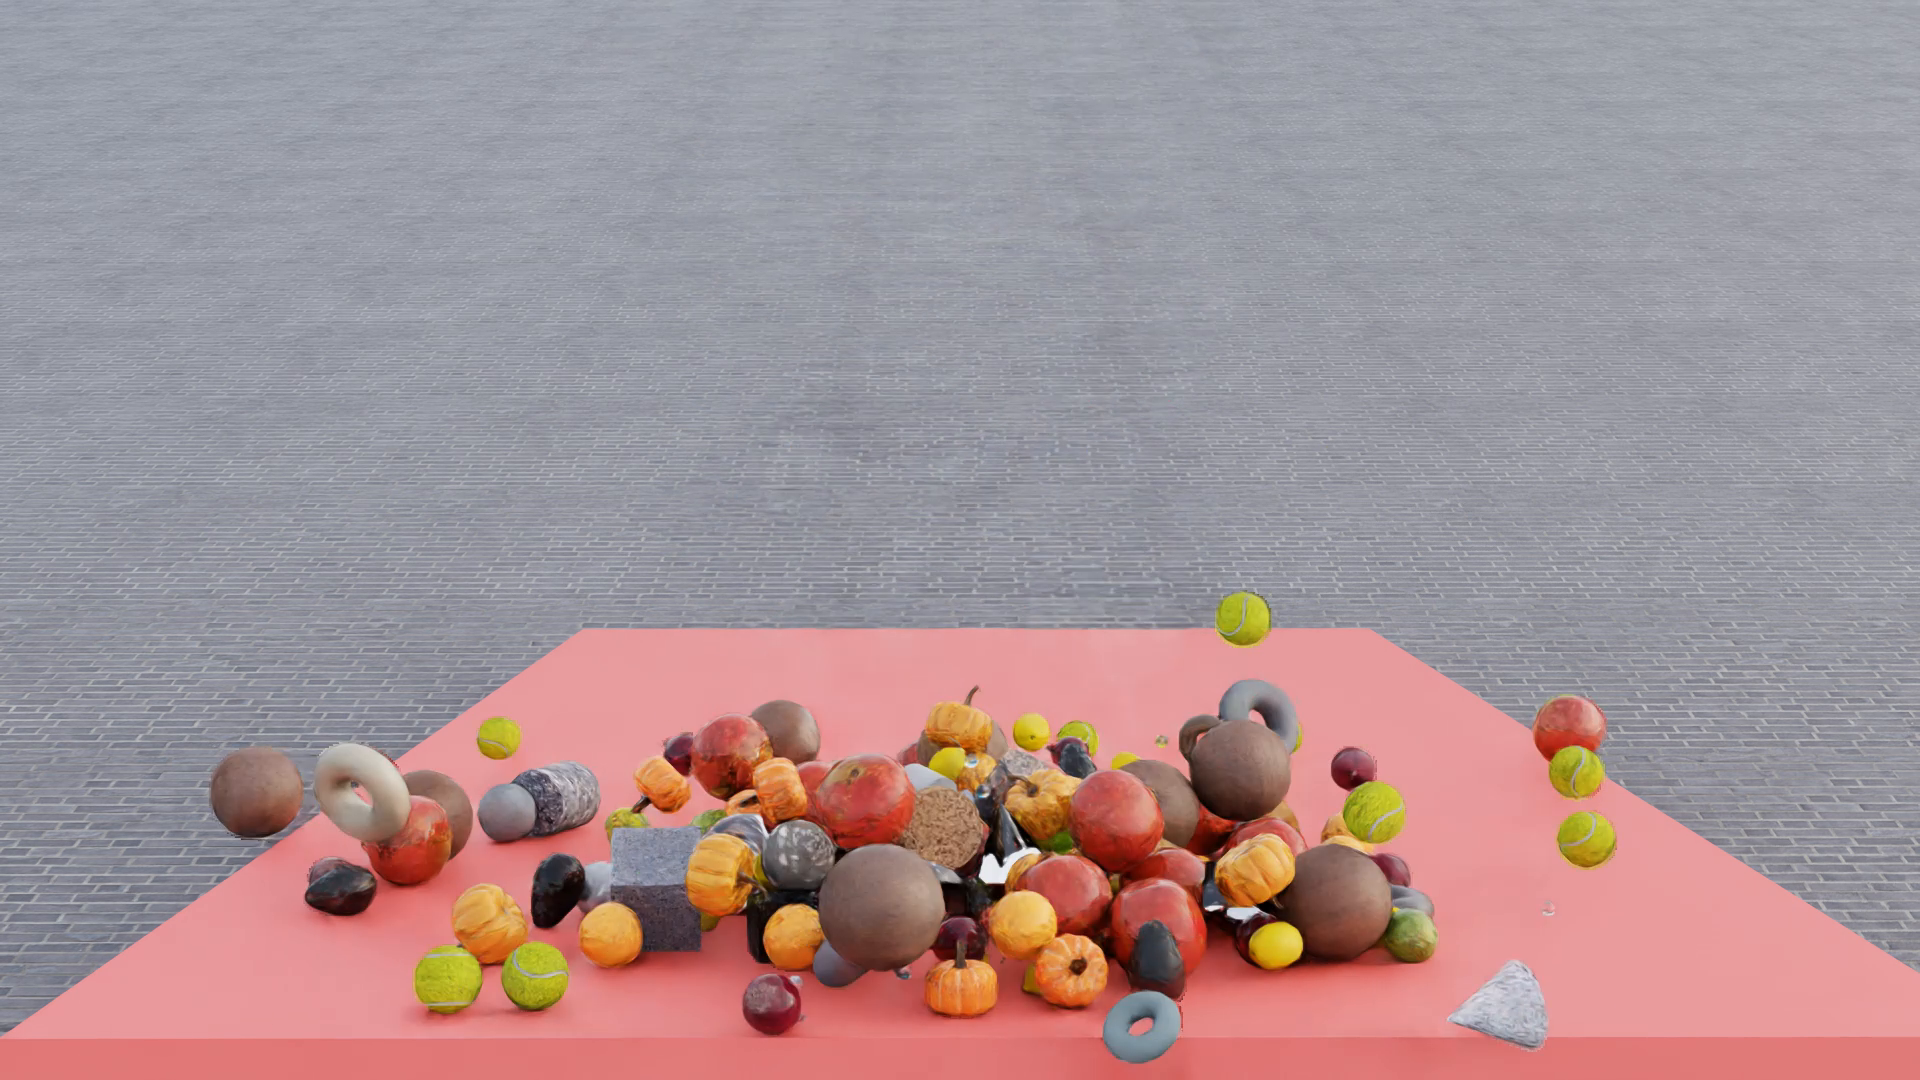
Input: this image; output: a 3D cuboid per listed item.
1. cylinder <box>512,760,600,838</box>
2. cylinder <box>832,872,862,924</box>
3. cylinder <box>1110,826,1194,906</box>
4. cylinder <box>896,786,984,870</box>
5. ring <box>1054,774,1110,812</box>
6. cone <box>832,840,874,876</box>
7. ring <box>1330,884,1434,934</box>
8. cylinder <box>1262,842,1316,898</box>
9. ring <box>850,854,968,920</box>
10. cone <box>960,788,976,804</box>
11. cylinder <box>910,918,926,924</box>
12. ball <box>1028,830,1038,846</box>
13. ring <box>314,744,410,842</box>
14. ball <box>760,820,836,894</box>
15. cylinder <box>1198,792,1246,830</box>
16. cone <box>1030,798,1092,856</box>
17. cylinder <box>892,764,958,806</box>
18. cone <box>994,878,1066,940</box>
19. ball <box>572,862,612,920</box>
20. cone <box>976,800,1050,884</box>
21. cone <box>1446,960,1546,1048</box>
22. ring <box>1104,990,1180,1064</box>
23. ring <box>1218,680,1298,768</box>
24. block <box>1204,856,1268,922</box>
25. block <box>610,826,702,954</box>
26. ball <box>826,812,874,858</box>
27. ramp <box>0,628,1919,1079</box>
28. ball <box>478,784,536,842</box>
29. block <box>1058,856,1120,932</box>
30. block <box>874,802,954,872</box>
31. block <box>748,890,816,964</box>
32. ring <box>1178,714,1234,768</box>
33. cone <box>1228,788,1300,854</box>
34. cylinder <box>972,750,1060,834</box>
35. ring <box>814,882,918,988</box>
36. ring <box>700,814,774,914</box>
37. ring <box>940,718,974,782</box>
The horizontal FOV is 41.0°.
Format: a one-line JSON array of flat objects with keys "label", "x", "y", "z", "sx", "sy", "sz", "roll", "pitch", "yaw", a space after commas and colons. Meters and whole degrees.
[{"label": "cylinder", "x": -0.580, "y": 0.370, "z": 3.664, "sx": 0.096, "sy": 0.096, "sz": 0.096, "roll": 9, "pitch": 7, "yaw": 24}, {"label": "cylinder", "x": -0.109, "y": 0.425, "z": 2.965, "sx": 0.070, "sy": 0.070, "sz": 0.070, "roll": -5, "pitch": 8, "yaw": 1}, {"label": "cylinder", "x": 0.227, "y": 0.386, "z": 3.038, "sx": 0.070, "sy": 0.070, "sz": 0.070, "roll": 30, "pitch": 10, "yaw": -21}, {"label": "cylinder", "x": -0.024, "y": 0.338, "z": 3.015, "sx": 0.095, "sy": 0.095, "sz": 0.095, "roll": -2, "pitch": -4, "yaw": -5}, {"label": "ring", "x": 0.157, "y": 0.381, "z": 3.860, "sx": 0.140, "sy": 0.047, "sz": 0.140, "roll": 1, "pitch": 0, "yaw": 0}, {"label": "cone", "x": -0.120, "y": 0.394, "z": 3.179, "sx": 0.060, "sy": 0.060, "sz": 0.060, "roll": 10, "pitch": 52, "yaw": 27}, {"label": "ring", "x": 0.502, "y": 0.438, "z": 3.050, "sx": 0.122, "sy": 0.041, "sz": 0.122, "roll": 0, "pitch": 5, "yaw": 0}, {"label": "cylinder", "x": 0.415, "y": 0.415, "z": 3.239, "sx": 0.060, "sy": 0.060, "sz": 0.060, "roll": 0, "pitch": 4, "yaw": 1}, {"label": "ring", "x": -0.057, "y": 0.389, "z": 2.874, "sx": 0.137, "sy": 0.046, "sz": 0.137, "roll": 12, "pitch": -22, "yaw": 5}, {"label": "cone", "x": -0.015, "y": 0.341, "z": 3.218, "sx": 0.054, "sy": 0.054, "sz": 0.054, "roll": -3, "pitch": 19, "yaw": -22}, {"label": "cylinder", "x": -0.044, "y": 0.418, "z": 2.999, "sx": 0.054, "sy": 0.054, "sz": 0.054, "roll": -13, "pitch": 20, "yaw": -2}, {"label": "ball", "x": 0.078, "y": 0.403, "z": 3.470, "sx": 0.055, "sy": 0.055, "sz": 0.055, "roll": 0, "pitch": 19, "yaw": 0}, {"label": "ring", "x": -0.745, "y": 0.315, "z": 3.195, "sx": 0.136, "sy": 0.136, "sz": 0.045, "roll": 9, "pitch": 30, "yaw": 24}, {"label": "ball", "x": -0.187, "y": 0.366, "z": 2.963, "sx": 0.086, "sy": 0.086, "sz": 0.086, "roll": 0, "pitch": 19, "yaw": 0}, {"label": "cylinder", "x": 0.375, "y": 0.390, "z": 3.675, "sx": 0.052, "sy": 0.052, "sz": 0.052, "roll": -12, "pitch": 10, "yaw": 36}, {"label": "cone", "x": 0.140, "y": 0.364, "z": 3.420, "sx": 0.086, "sy": 0.086, "sz": 0.086, "roll": 2, "pitch": 59, "yaw": -4}, {"label": "cylinder", "x": -0.042, "y": 0.309, "z": 3.146, "sx": 0.057, "sy": 0.057, "sz": 0.057, "roll": -15, "pitch": 23, "yaw": -36}, {"label": "cone", "x": 0.071, "y": 0.444, "z": 2.981, "sx": 0.077, "sy": 0.077, "sz": 0.077, "roll": -24, "pitch": 16, "yaw": 12}, {"label": "ball", "x": -0.433, "y": 0.422, "z": 3.087, "sx": 0.068, "sy": 0.068, "sz": 0.068, "roll": 0, "pitch": 19, "yaw": 0}, {"label": "cone", "x": 0.055, "y": 0.349, "z": 3.043, "sx": 0.089, "sy": 0.089, "sz": 0.089, "roll": -11, "pitch": 13, "yaw": 3}, {"label": "cone", "x": 0.510, "y": 0.460, "z": 2.499, "sx": 0.087, "sy": 0.087, "sz": 0.087, "roll": -7, "pitch": 21, "yaw": -18}, {"label": "ring", "x": 0.177, "y": 0.474, "z": 2.502, "sx": 0.079, "sy": 0.026, "sz": 0.079, "roll": -17, "pitch": 39, "yaw": 14}, {"label": "ring", "x": 0.452, "y": 0.278, "z": 3.888, "sx": 0.141, "sy": 0.141, "sz": 0.047, "roll": -16, "pitch": -12, "yaw": -38}, {"label": "block", "x": 0.312, "y": 0.393, "z": 2.896, "sx": 0.053, "sy": 0.053, "sz": 0.053, "roll": -15, "pitch": -33, "yaw": 32}, {"label": "block", "x": -0.346, "y": 0.398, "z": 2.927, "sx": 0.100, "sy": 0.100, "sz": 0.100, "roll": -1, "pitch": 34, "yaw": -6}, {"label": "ball", "x": -0.149, "y": 0.399, "z": 3.457, "sx": 0.066, "sy": 0.066, "sz": 0.066, "roll": 0, "pitch": 19, "yaw": 0}, {"label": "ramp", "x": 0.045, "y": 0.409, "z": 4.537, "sx": 2.000, "sy": 0.100, "sz": 4.000, "roll": 0, "pitch": 4, "yaw": 0}, {"label": "ball", "x": -0.634, "y": 0.382, "z": 3.591, "sx": 0.082, "sy": 0.082, "sz": 0.082, "roll": 0, "pitch": 19, "yaw": 0}, {"label": "block", "x": 0.149, "y": 0.410, "z": 2.973, "sx": 0.056, "sy": 0.056, "sz": 0.056, "roll": -14, "pitch": 26, "yaw": 1}, {"label": "block", "x": -0.050, "y": 0.387, "z": 3.240, "sx": 0.085, "sy": 0.085, "sz": 0.085, "roll": 25, "pitch": -4, "yaw": -10}, {"label": "block", "x": -0.201, "y": 0.436, "z": 2.894, "sx": 0.066, "sy": 0.066, "sz": 0.066, "roll": -1, "pitch": 4, "yaw": -15}, {"label": "ring", "x": 0.351, "y": 0.288, "z": 3.665, "sx": 0.080, "sy": 0.080, "sz": 0.027, "roll": 6, "pitch": 14, "yaw": 16}, {"label": "cone", "x": 0.396, "y": 0.403, "z": 3.500, "sx": 0.095, "sy": 0.095, "sz": 0.095, "roll": -32, "pitch": 34, "yaw": -33}, {"label": "cylinder", "x": 0.068, "y": 0.325, "z": 3.245, "sx": 0.084, "sy": 0.084, "sz": 0.084, "roll": 30, "pitch": 25, "yaw": -16}, {"label": "ring", "x": -0.102, "y": 0.423, "z": 2.752, "sx": 0.046, "sy": 0.139, "sz": 0.139, "roll": 46, "pitch": 23, "yaw": -4}, {"label": "ring", "x": -0.273, "y": 0.389, "z": 3.089, "sx": 0.132, "sy": 0.044, "sz": 0.132, "roll": -23, "pitch": 43, "yaw": 24}, {"label": "ring", "x": -0.005, "y": 0.332, "z": 4.067, "sx": 0.036, "sy": 0.107, "sz": 0.107, "roll": -13, "pitch": 22, "yaw": -11}]
